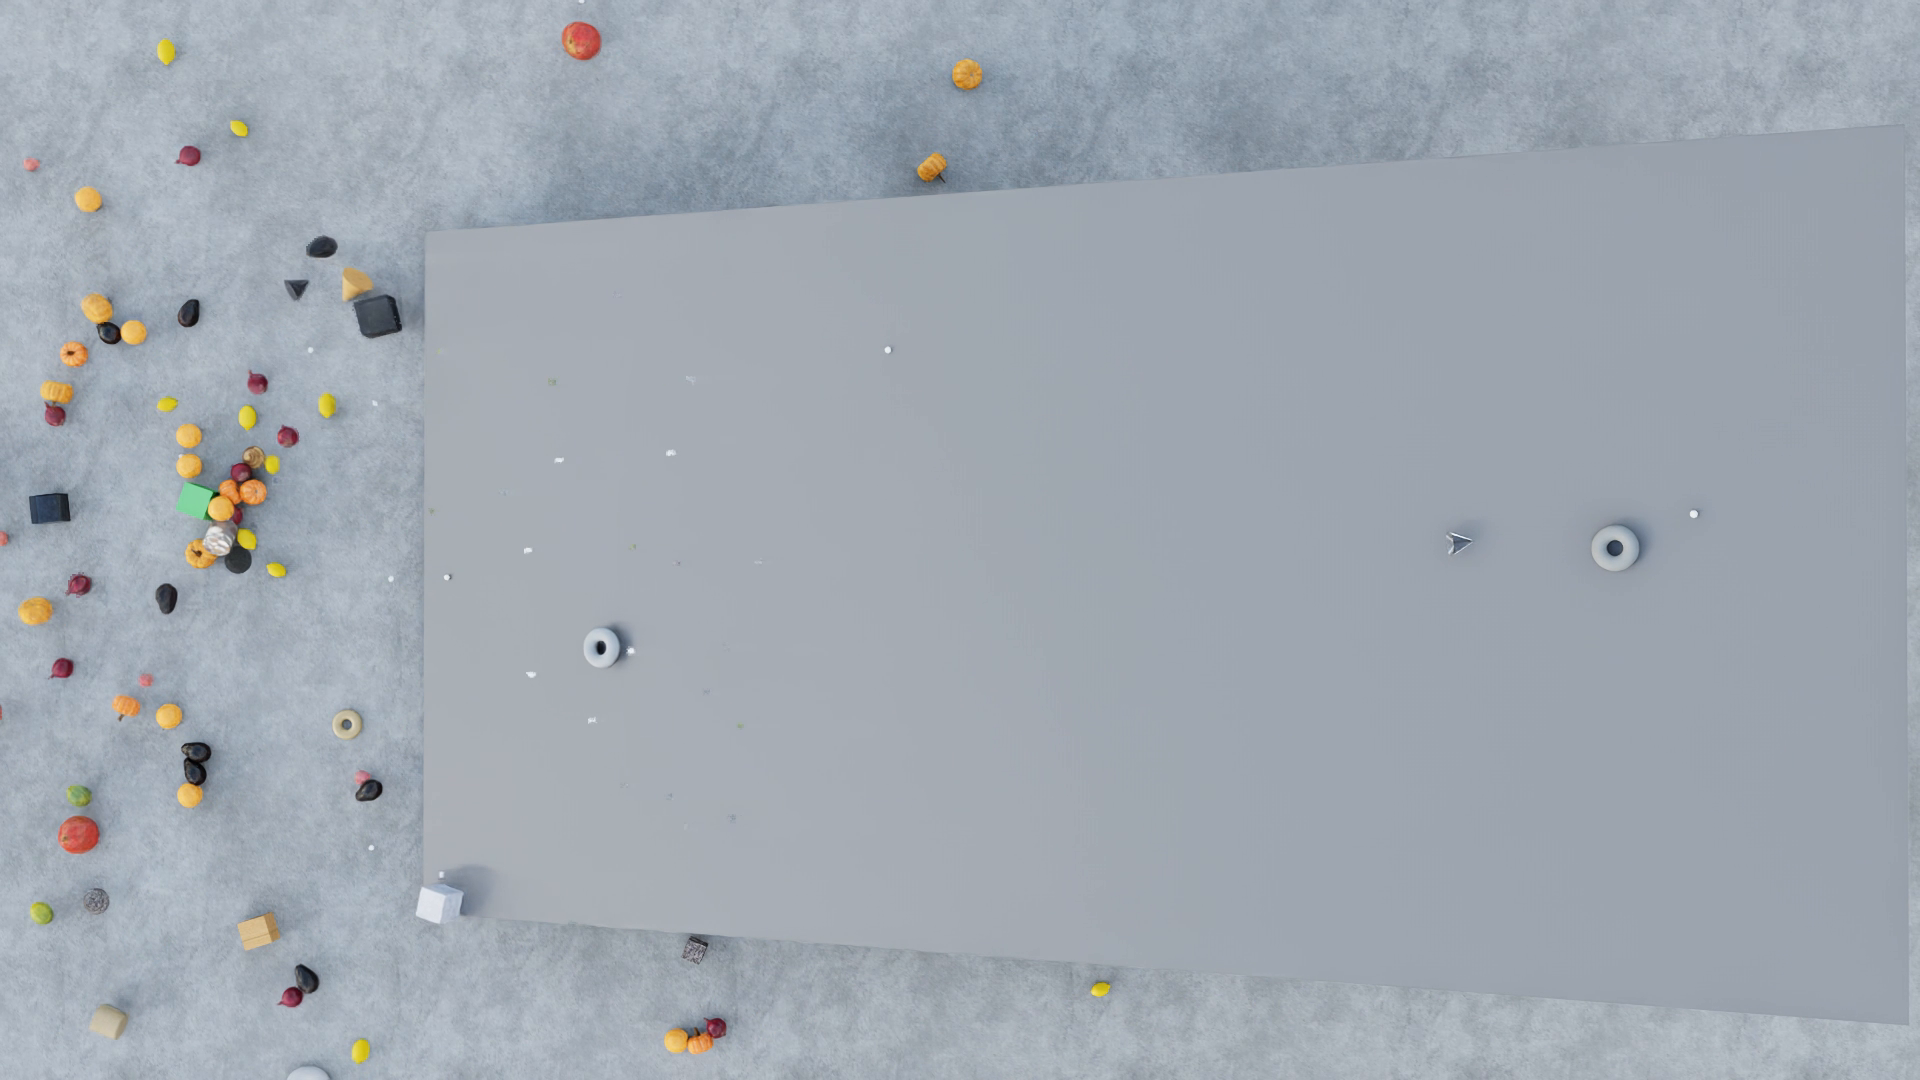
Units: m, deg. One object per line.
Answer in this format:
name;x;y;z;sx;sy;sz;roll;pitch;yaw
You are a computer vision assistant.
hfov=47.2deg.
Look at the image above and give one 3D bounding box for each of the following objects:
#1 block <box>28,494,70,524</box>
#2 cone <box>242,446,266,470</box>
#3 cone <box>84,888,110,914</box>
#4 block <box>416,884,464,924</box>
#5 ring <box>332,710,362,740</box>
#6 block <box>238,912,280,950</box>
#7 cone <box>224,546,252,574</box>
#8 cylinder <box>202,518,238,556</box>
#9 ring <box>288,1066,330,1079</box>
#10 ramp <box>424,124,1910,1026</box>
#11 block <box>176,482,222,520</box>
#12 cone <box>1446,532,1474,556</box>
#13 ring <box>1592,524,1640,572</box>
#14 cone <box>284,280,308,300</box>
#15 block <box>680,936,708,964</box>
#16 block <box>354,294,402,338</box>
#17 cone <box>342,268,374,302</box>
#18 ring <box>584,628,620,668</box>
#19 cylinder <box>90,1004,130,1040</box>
block;-2.695;-0.092;6.512;0.082;0.082;0.082;-6;89;0
cone;-2.107;-0.247;6.520;0.070;0.070;0.070;0;89;0
cone;-2.568;1.074;6.500;0.079;0.079;0.079;0;89;0
block;-1.508;1.053;6.373;0.086;0.086;0.086;14;95;23
ring;-1.820;0.548;6.531;0.090;0.030;0.090;0;89;1
block;-2.072;1.155;6.497;0.082;0.082;0.082;-17;89;0
cone;-2.151;0.059;6.511;0.082;0.082;0.082;0;89;0
cylinder;-2.185;-0.010;6.496;0.080;0.080;0.080;6;49;0
ring;-1.929;1.629;6.509;0.144;0.048;0.144;0;88;0
ramp;0.283;0.084;5.714;4.000;0.100;2.000;0;89;23
block;-2.253;-0.115;6.510;0.087;0.087;0.087;20;89;0
cone;1.199;0.006;5.251;0.060;0.060;0.060;-7;89;-4
ring;1.522;0.018;5.107;0.109;0.036;0.109;0;90;25
cone;-1.966;-0.758;6.547;0.066;0.066;0.066;-37;89;-27
block;-0.785;1.215;6.509;0.058;0.058;0.058;23;89;0
block;-1.722;-0.661;6.511;0.099;0.099;0.099;-14;89;0
cone;-1.812;-0.740;6.539;0.098;0.098;0.098;38;118;0
ring;-1.009;0.303;6.193;0.116;0.039;0.116;-1;88;24
cylinder;-2.511;1.422;6.496;0.080;0.080;0.080;22;89;0
